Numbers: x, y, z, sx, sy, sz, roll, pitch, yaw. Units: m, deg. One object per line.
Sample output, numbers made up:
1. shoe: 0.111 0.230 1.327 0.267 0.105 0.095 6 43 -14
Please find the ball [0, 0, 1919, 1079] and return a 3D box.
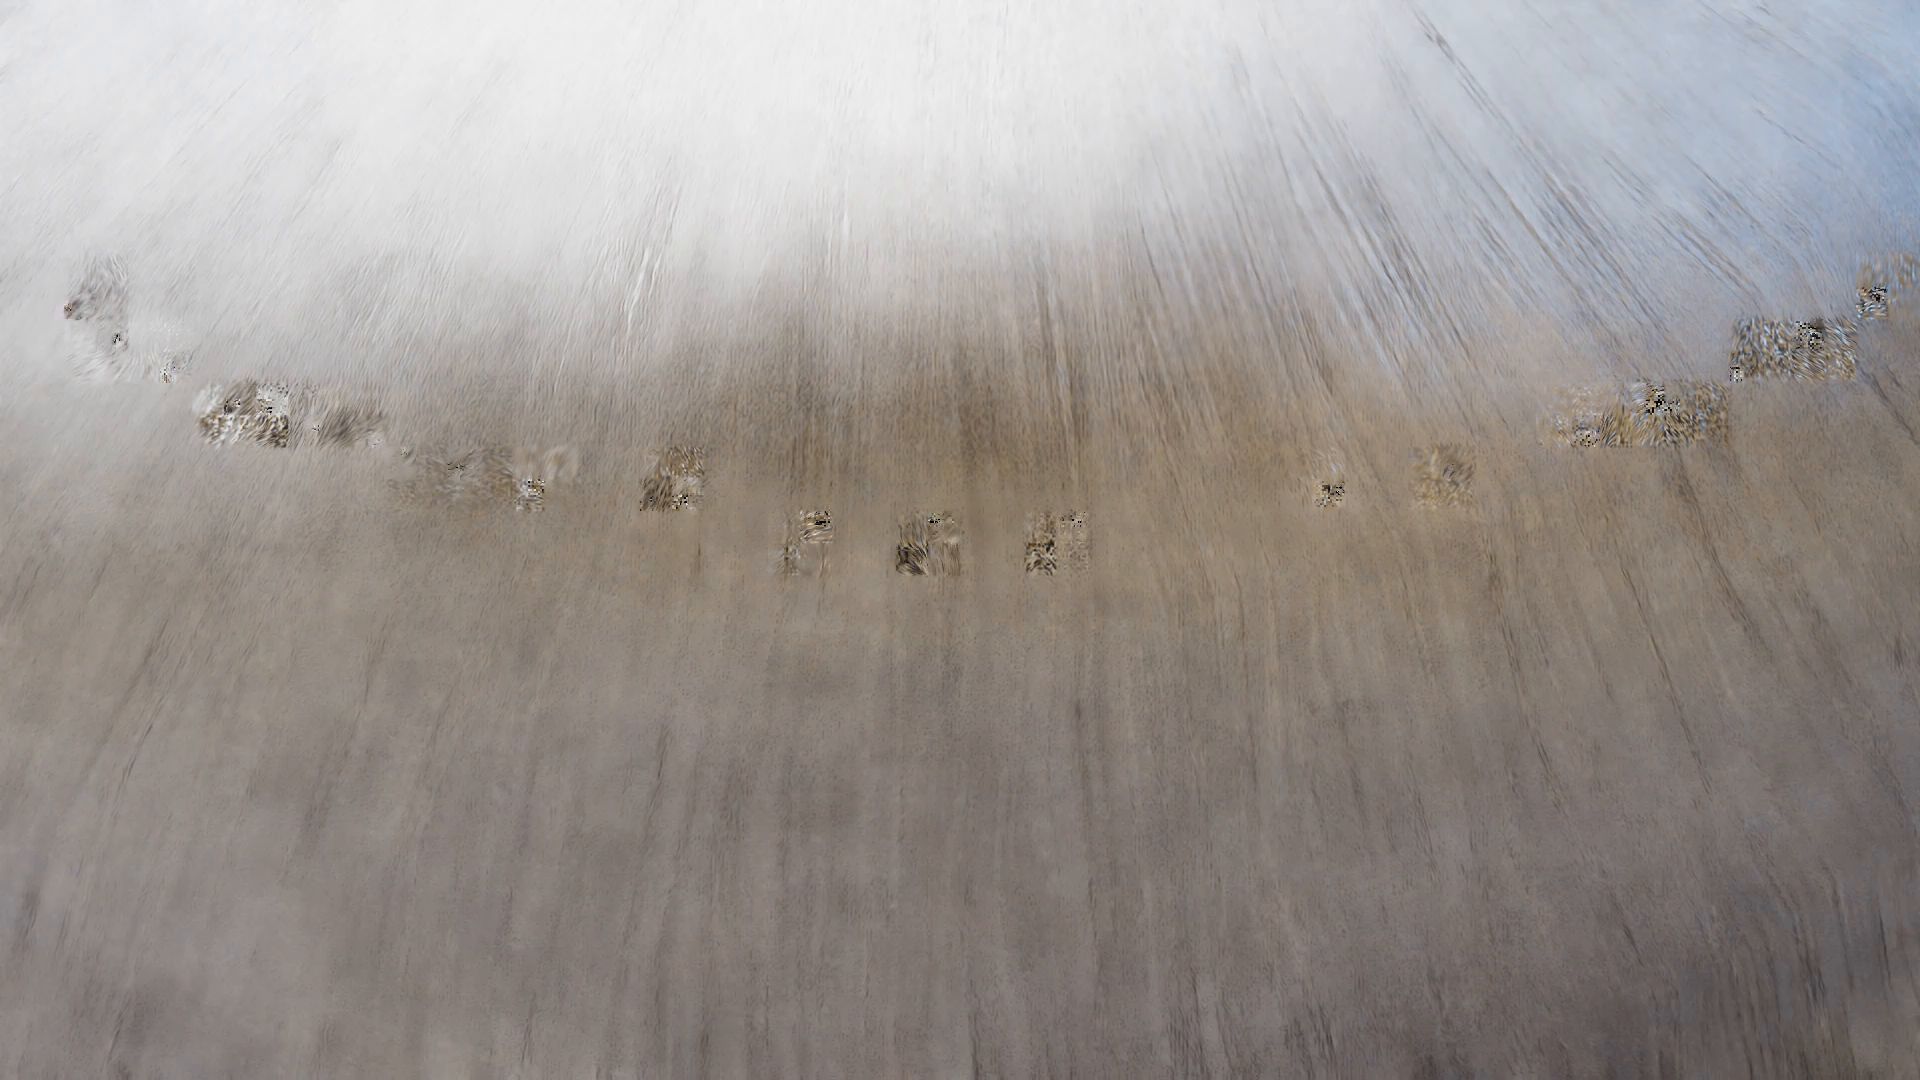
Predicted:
1. ball: 0.000 -0.002 0.056 0.080 0.080 0.080 0 4 0
